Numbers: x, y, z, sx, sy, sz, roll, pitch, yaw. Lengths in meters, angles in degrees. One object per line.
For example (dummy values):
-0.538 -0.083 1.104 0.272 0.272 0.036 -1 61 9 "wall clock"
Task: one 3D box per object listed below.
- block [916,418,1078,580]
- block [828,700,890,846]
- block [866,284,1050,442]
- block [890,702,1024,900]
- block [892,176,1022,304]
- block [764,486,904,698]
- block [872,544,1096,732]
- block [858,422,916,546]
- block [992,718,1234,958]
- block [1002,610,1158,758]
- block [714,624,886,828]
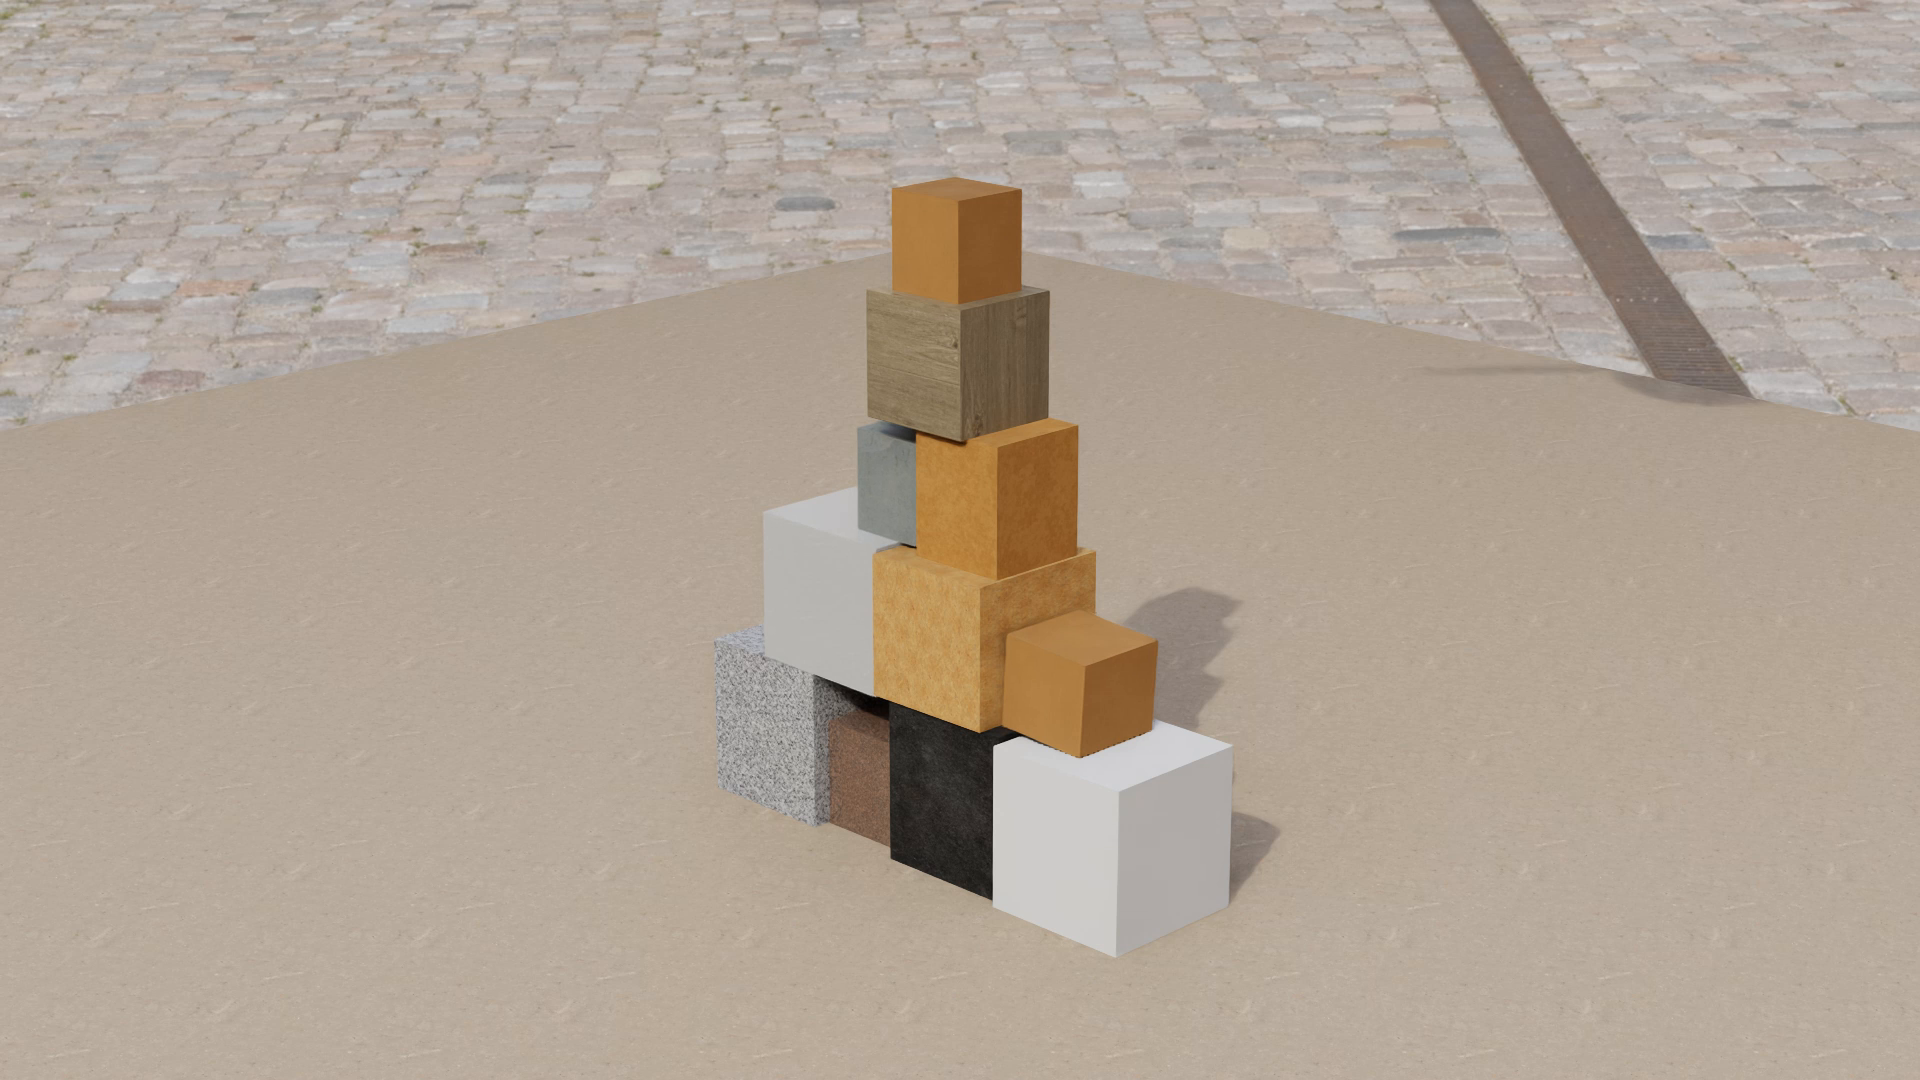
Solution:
0.166 -0.220 13.120 0.518 0.609 0.505 -17 24 -42 "block"
-0.253 1.100 13.972 0.544 0.523 0.501 -17 24 -42 "block"
-0.009 -0.829 13.071 0.559 0.583 0.590 -17 24 -42 "block"
0.174 1.102 13.513 0.706 0.795 0.702 -17 24 -42 "block"
-0.014 -1.322 12.911 0.394 0.454 0.413 -17 24 -42 "block"
-0.402 0.220 13.853 0.713 0.721 0.772 -17 25 -42 "block"
0.111 0.380 13.355 0.749 0.676 0.682 -17 24 -42 "block"
-0.169 -0.280 13.444 0.430 0.483 0.421 17 24 42 "block"
0.675 1.273 13.008 0.752 0.772 0.741 -17 24 -42 "block"
0.530 0.633 12.980 0.473 0.438 0.473 -17 28 -42 "block"
-0.686 0.848 14.351 0.723 0.777 0.711 -17 24 -42 "block"
